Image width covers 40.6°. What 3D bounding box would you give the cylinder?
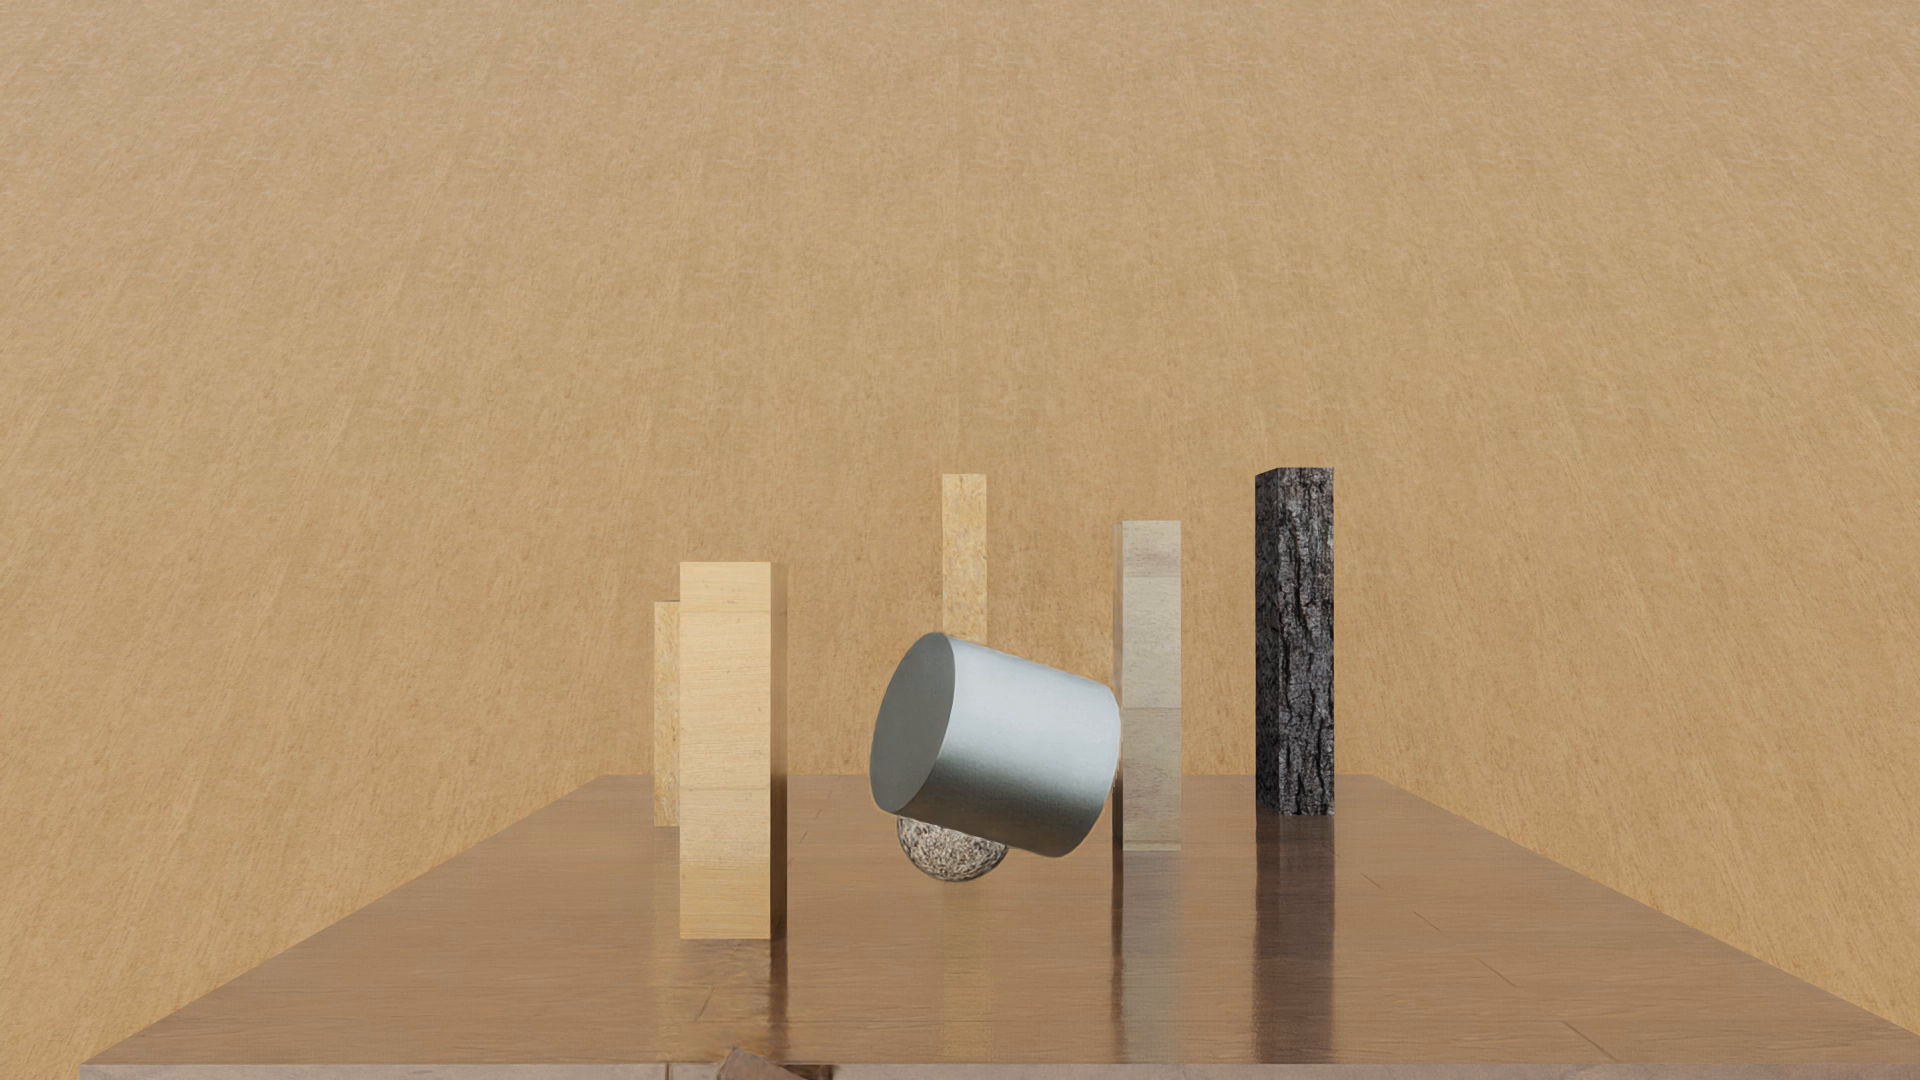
[{"bbox_3d":[0.033,0.200,2.518,0.179,0.179,0.179,18,26,-22],"label":"cylinder"}]

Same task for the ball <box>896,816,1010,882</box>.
[{"bbox_3d":[-0.004,0.321,2.952,0.136,0.136,0.136,0,32,0],"label":"ball"}]

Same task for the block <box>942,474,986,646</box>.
[{"bbox_3d":[0.010,0.226,6.112,0.100,0.748,0.422,0,-1,0],"label":"block"}]

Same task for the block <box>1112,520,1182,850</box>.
[{"bbox_3d":[0.360,0.275,5.038,0.109,0.619,0.345,0,-1,0],"label":"block"}]

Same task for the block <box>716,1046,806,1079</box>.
[{"bbox_3d":[-0.214,0.614,2.645,0.115,0.115,0.115,25,42,-2],"label":"block"}]

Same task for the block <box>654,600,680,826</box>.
[{"bbox_3d":[-0.581,0.361,5.554,0.098,0.462,0.432,0,-1,0],"label":"block"}]

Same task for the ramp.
[{"bbox_3d":[0.072,0.631,4.728,2.000,0.100,4.000,0,-1,0],"label":"ramp"}]

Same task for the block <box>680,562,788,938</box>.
[{"bbox_3d":[-0.334,0.301,3.864,0.128,0.535,0.364,0,-1,0],"label":"block"}]

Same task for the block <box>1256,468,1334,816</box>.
[{"bbox_3d":[0.746,0.221,5.806,0.119,0.749,0.442,0,-1,0],"label":"block"}]
